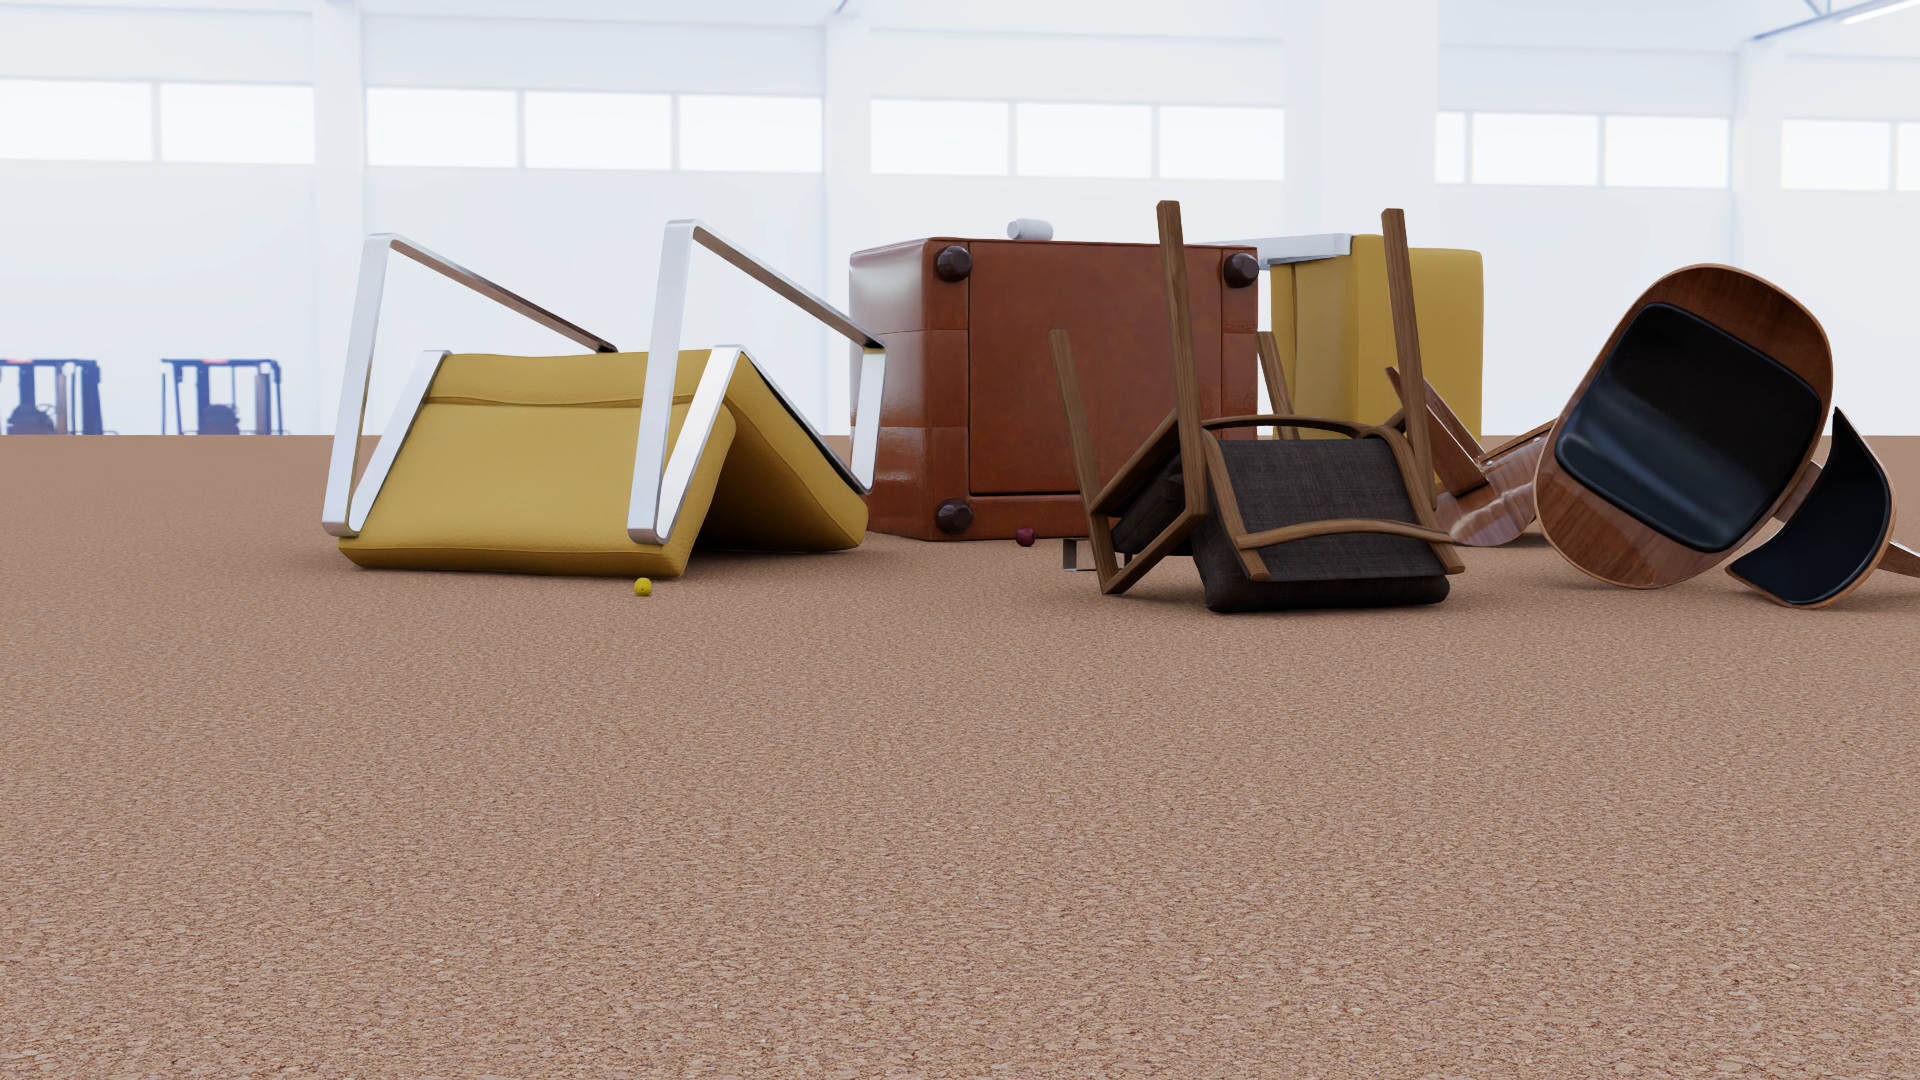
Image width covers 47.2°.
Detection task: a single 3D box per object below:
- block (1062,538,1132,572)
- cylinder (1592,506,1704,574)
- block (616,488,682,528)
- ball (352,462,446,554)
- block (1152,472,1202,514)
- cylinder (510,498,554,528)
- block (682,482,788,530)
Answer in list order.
[{"bbox_3d":[0.343,0.035,5.480,0.152,0.075,0.082,-2,4,-21],"label":"block"},{"bbox_3d":[1.713,-0.002,5.486,0.230,0.150,0.276,-3,5,-39],"label":"cylinder"},{"bbox_3d":[-1.018,-0.104,7.183,0.170,0.121,0.195,-2,4,-22],"label":"block"},{"bbox_3d":[-1.530,-0.087,6.000,0.248,0.248,0.248,0,4,0],"label":"ball"},{"bbox_3d":[0.787,-0.170,7.971,0.135,0.143,0.218,-1,4,-8],"label":"block"},{"bbox_3d":[-1.393,-0.090,7.165,0.147,0.094,0.092,1,4,8],"label":"cylinder"},{"bbox_3d":[-0.729,-0.113,7.156,0.298,0.141,0.195,1,4,13],"label":"block"}]
